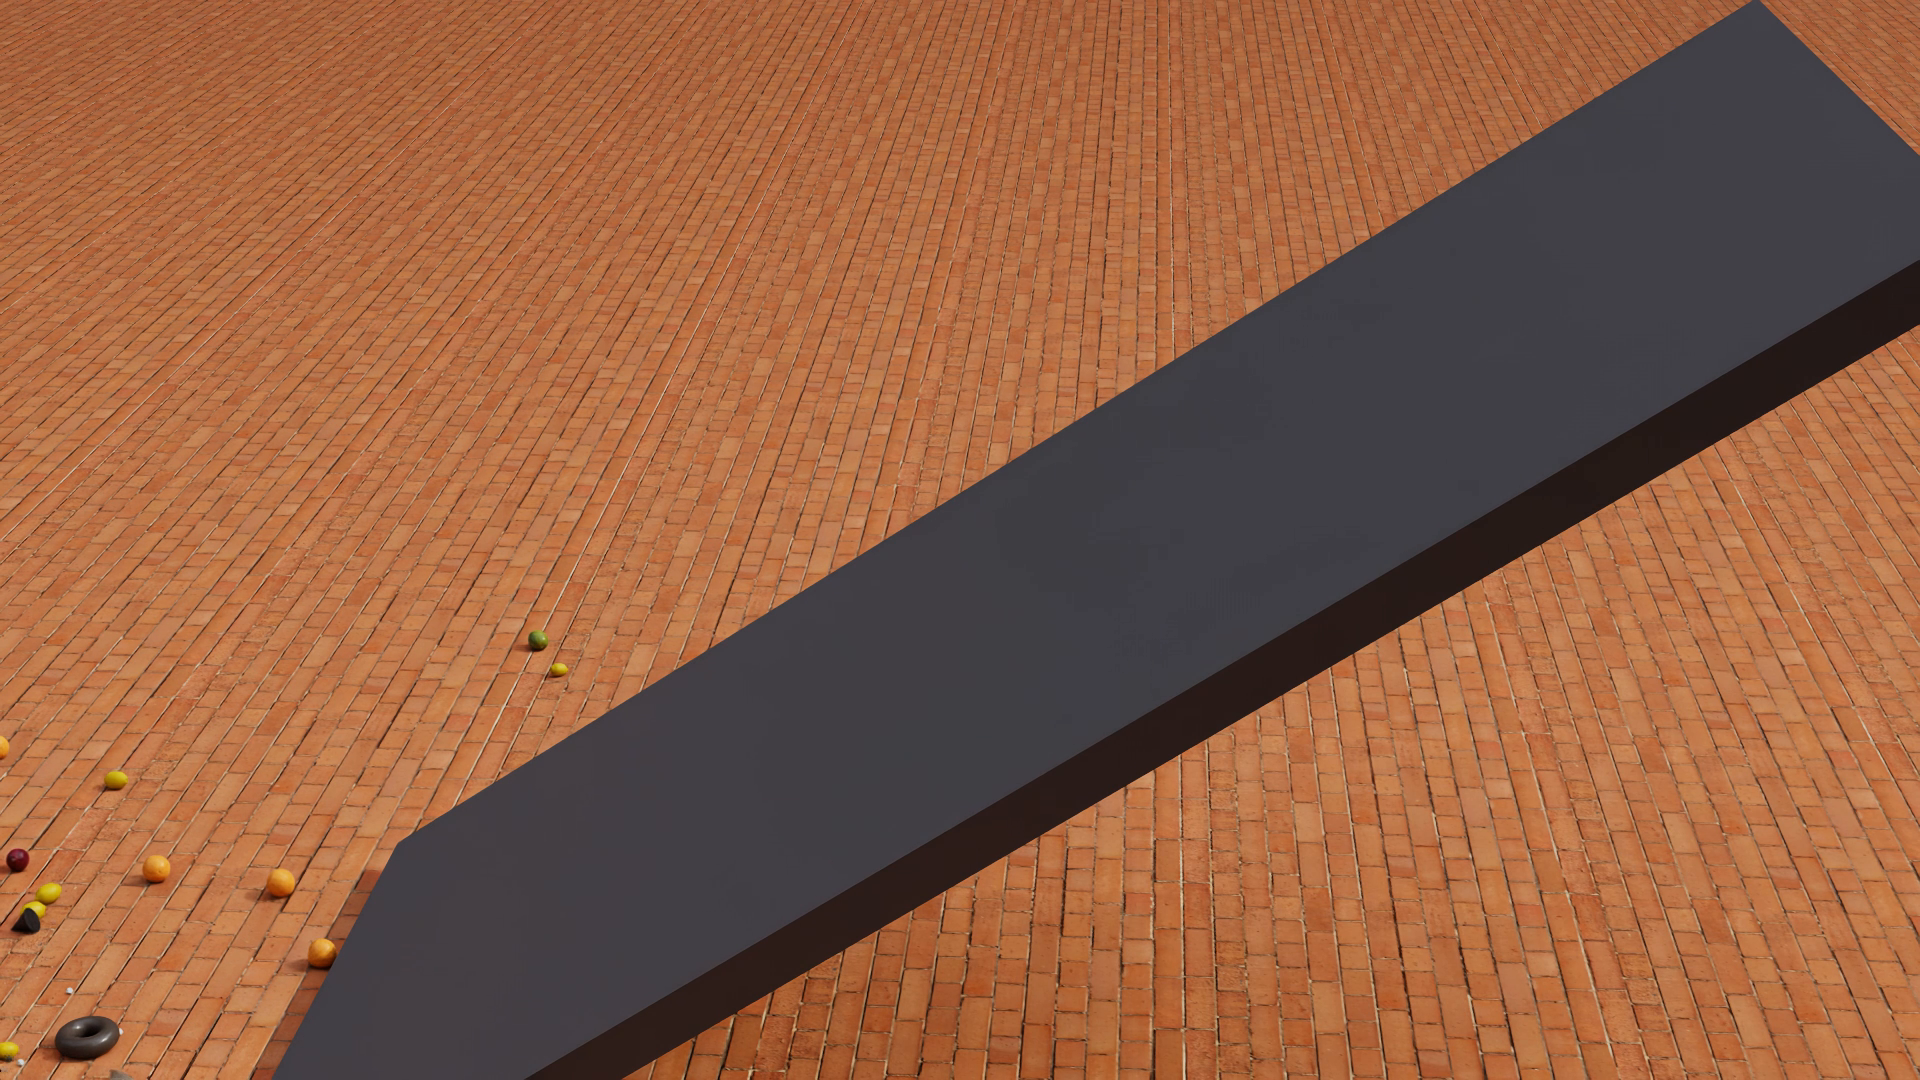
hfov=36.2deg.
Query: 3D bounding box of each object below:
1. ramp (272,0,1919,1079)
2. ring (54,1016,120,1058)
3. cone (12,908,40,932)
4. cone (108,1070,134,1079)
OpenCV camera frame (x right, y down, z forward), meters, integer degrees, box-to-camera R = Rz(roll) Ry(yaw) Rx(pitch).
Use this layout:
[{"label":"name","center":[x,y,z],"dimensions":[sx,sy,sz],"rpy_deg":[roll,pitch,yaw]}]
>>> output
[{"label":"ramp","center":[0.137,0.172,6.301],"dimensions":[4.000,0.100,2.000],"rpy_deg":[-32,16,14]},{"label":"ring","center":[-2.049,1.167,6.906],"dimensions":[0.148,0.049,0.148],"rpy_deg":[-1,22,0]},{"label":"cone","center":[-2.374,0.974,7.439],"dimensions":[0.066,0.066,0.066],"rpy_deg":[-25,19,10]},{"label":"cone","center":[-1.913,1.265,6.659],"dimensions":[0.094,0.094,0.094],"rpy_deg":[12,50,28]}]
